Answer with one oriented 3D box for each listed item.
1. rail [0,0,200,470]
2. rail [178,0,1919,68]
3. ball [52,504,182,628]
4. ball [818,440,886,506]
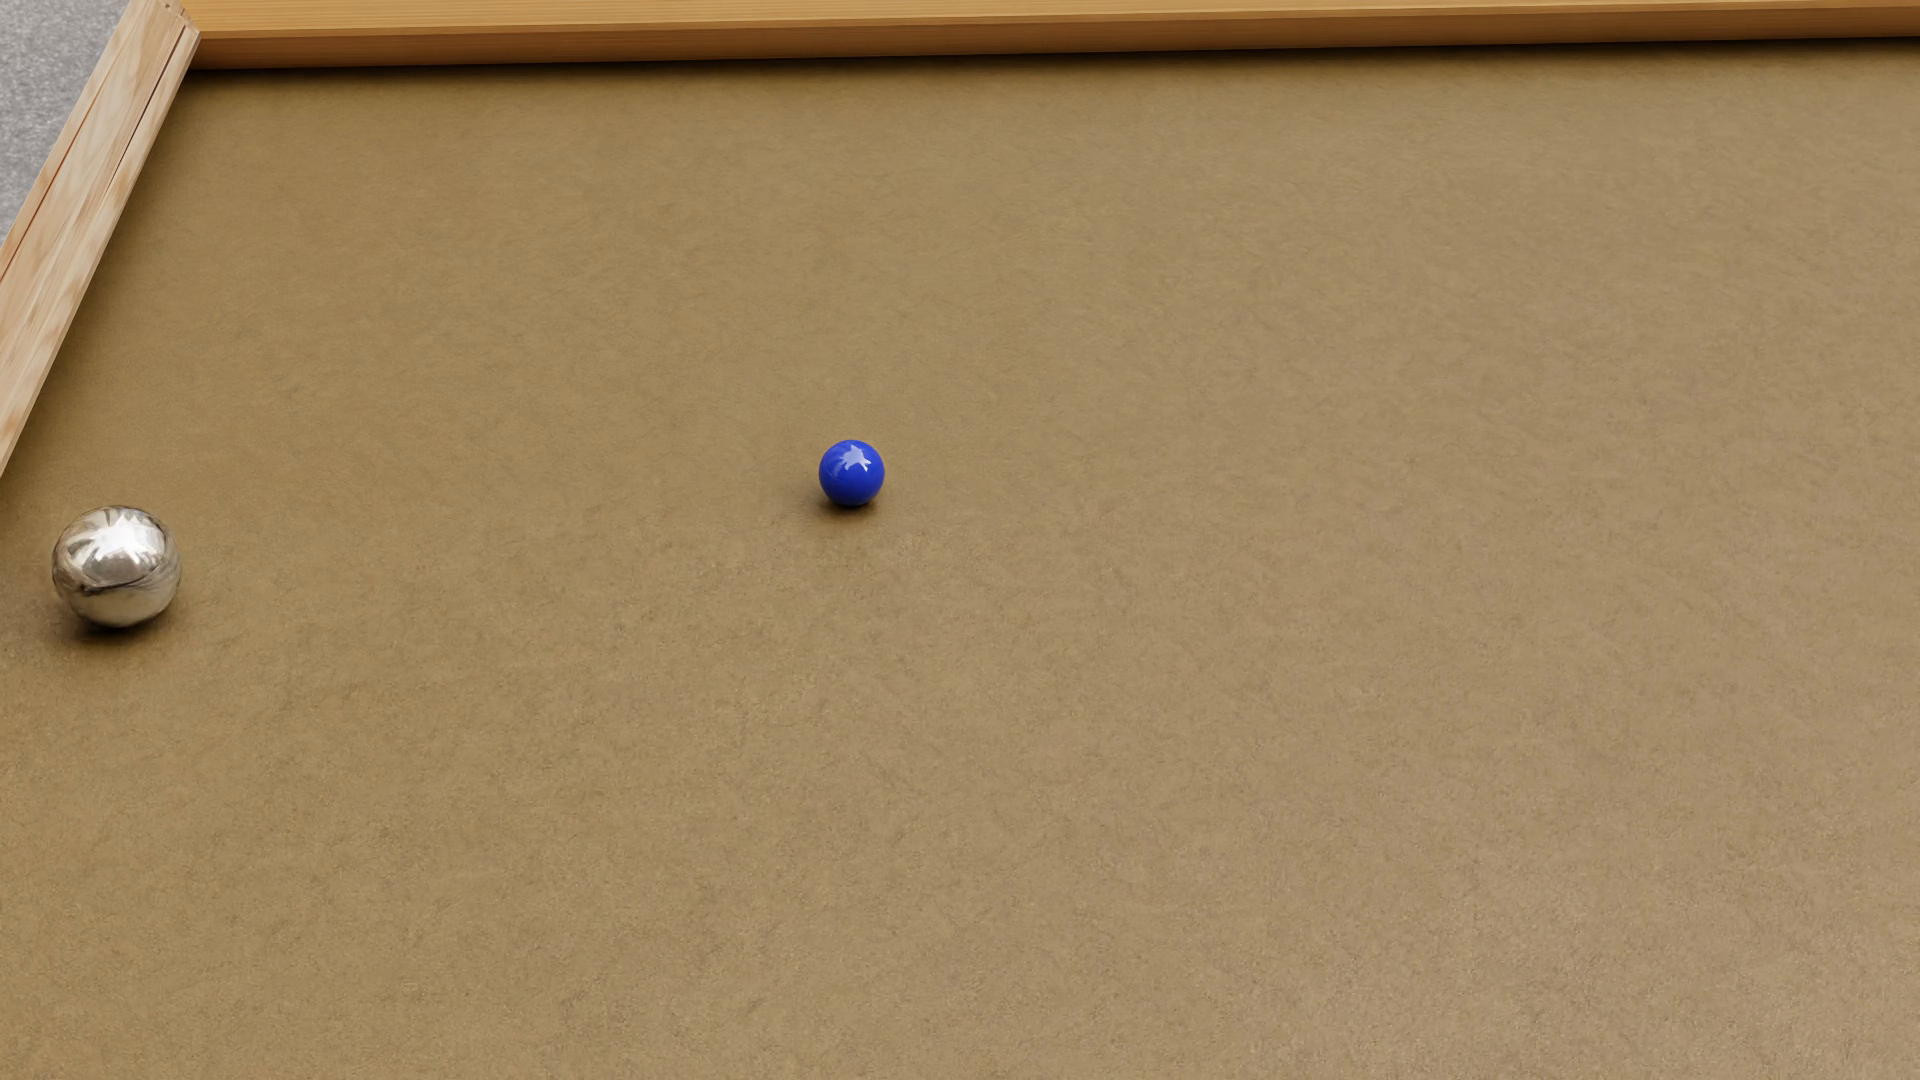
[{"bbox_3d":[-0.684,-0.006,1.720,0.045,0.108,1.655,-2,36,-2],"label":"rail"},{"bbox_3d":[0.671,-0.513,2.422,2.833,0.108,0.045,-2,36,-2],"label":"rail"},{"bbox_3d":[-0.561,0.018,1.709,0.083,0.083,0.083,0,36,0],"label":"ball"},{"bbox_3d":[-0.077,-0.048,1.830,0.048,0.048,0.048,0,36,0],"label":"ball"}]
